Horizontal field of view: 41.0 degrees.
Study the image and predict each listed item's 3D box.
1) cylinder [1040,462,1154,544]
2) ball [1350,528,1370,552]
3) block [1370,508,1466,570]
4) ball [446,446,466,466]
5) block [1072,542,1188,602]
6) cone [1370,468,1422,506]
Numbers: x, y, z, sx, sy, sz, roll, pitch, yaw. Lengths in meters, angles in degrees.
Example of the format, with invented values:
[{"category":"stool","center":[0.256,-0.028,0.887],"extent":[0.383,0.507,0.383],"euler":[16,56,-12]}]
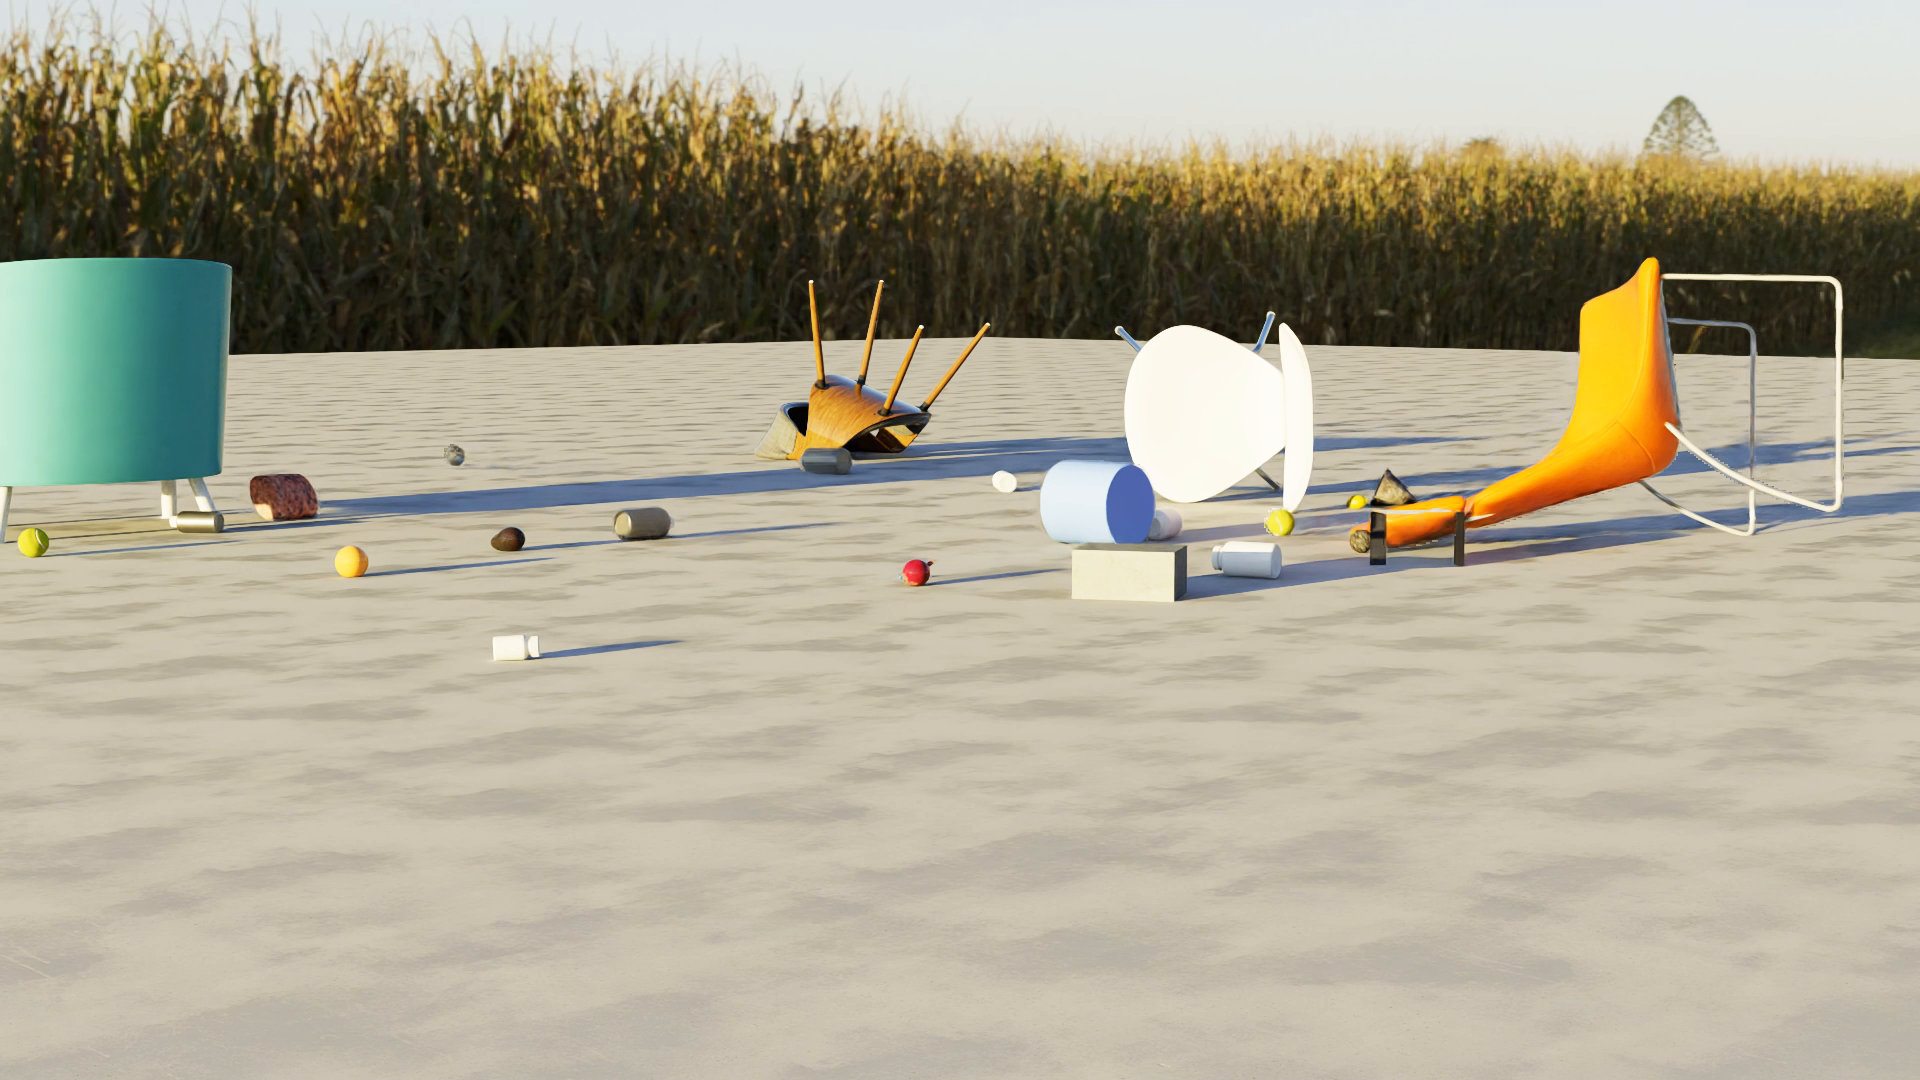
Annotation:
[{"category":"cylinder","center":[0.335,-0.087,6.270],"extent":[0.201,0.204,0.196],"euler":[5,26,40]},{"category":"ball","center":[0.957,0.002,6.114],"extent":[0.057,0.057,0.057],"euler":[0,6,0]},{"category":"block","center":[1.039,-0.003,5.830],"extent":[0.194,0.125,0.085],"euler":[-2,6,-16]},{"category":"ball","center":[-1.750,-0.290,8.901],"extent":[0.067,0.067,0.067],"euler":[0,6,0]},{"category":"block","center":[0.351,0.065,5.292],"extent":[0.211,0.100,0.155],"euler":[2,6,15]},{"category":"cone","center":[1.265,-0.126,7.364],"extent":[0.136,0.120,0.144],"euler":[25,16,5]}]
